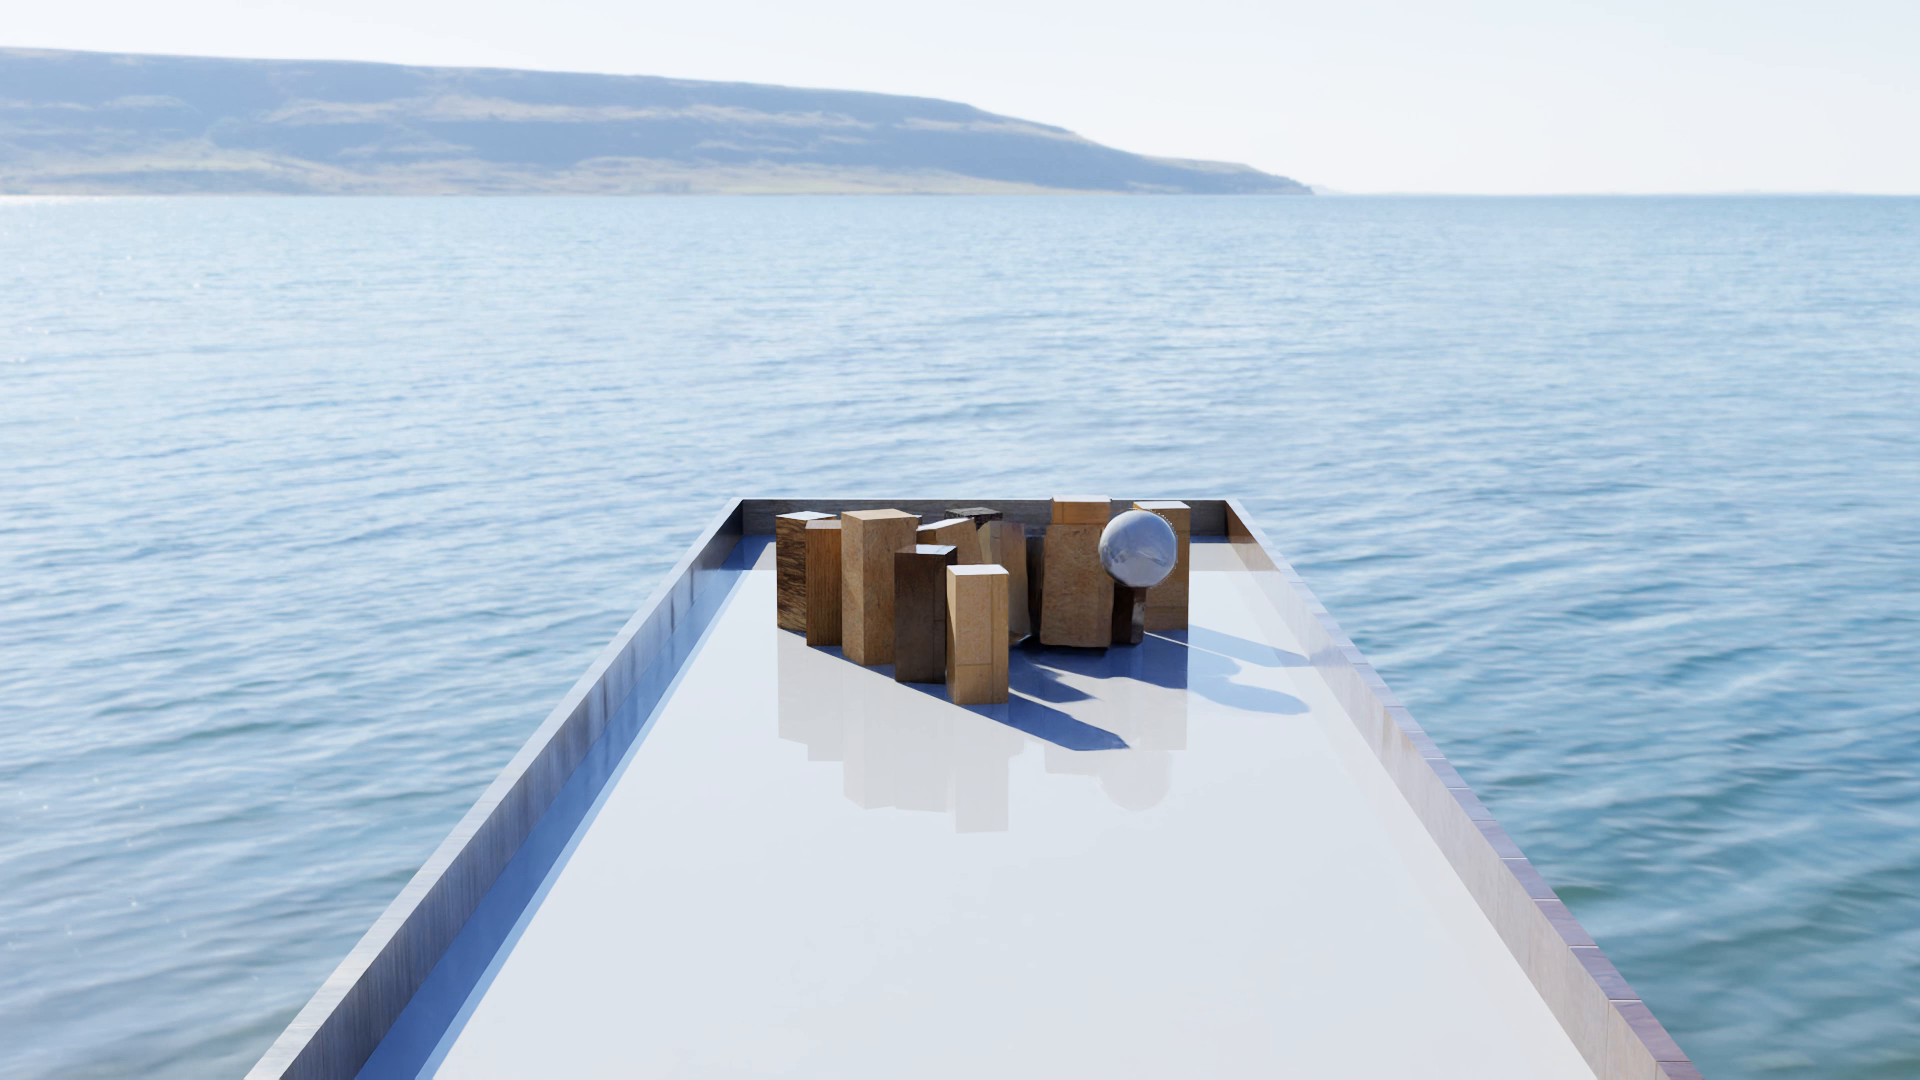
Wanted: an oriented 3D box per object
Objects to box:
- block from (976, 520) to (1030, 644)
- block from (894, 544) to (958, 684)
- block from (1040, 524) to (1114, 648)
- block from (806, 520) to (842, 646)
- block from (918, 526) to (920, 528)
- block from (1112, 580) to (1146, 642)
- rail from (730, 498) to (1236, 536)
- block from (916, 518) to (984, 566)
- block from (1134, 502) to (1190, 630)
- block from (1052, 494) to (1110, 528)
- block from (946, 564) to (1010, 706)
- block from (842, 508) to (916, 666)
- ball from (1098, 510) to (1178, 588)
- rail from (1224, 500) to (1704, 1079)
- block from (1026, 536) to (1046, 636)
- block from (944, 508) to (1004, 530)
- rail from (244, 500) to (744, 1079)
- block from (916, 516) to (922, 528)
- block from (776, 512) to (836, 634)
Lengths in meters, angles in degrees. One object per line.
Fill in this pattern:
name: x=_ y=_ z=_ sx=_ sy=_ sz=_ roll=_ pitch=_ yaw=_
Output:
block: x=0.132 y=0.133 z=6.919 sx=0.120 sy=0.363 sz=0.120 roll=6 pitch=-22 yaw=-22
block: x=-0.099 y=0.216 z=6.426 sx=0.150 sy=0.382 sz=0.150 roll=2 pitch=9 yaw=13
block: x=0.371 y=0.144 z=6.845 sx=0.178 sy=0.368 sz=0.178 roll=3 pitch=-1 yaw=19
block: x=-0.396 y=0.135 z=6.969 sx=0.177 sy=0.373 sz=0.177 roll=0 pitch=9 yaw=-1
block: x=-0.061 y=0.140 z=6.957 sx=0.104 sy=0.366 sz=0.104 roll=-8 pitch=12 yaw=-40
block: x=0.518 y=0.164 z=6.946 sx=0.108 sy=0.308 sz=0.108 roll=4 pitch=1 yaw=25
rail: x=0.099 y=-0.098 z=9.147 sx=2.100 sy=0.150 sz=0.050 roll=0 pitch=9 yaw=1
block: x=-0.017 y=0.142 z=6.744 sx=0.148 sy=0.392 sz=0.148 roll=-16 pitch=7 yaw=-33
block: x=0.657 y=0.084 z=7.198 sx=0.156 sy=0.402 sz=0.156 roll=-1 pitch=9 yaw=-7
block: x=0.392 y=0.073 z=7.182 sx=0.180 sy=0.423 sz=0.180 roll=0 pitch=8 yaw=-1
block: x=0.049 y=0.264 z=6.166 sx=0.150 sy=0.368 sz=0.150 roll=-1 pitch=9 yaw=-9
block: x=-0.247 y=0.142 z=6.692 sx=0.174 sy=0.445 sz=0.174 roll=-4 pitch=10 yaw=-24
ball: x=0.535 y=0.028 z=6.620 sx=0.236 sy=0.236 sz=0.236 roll=0 pitch=9 yaw=0
rail: x=1.046 y=0.843 z=3.208 sx=0.050 sy=0.150 sz=12.000 roll=0 pitch=9 yaw=1
block: x=0.255 y=0.148 z=7.006 sx=0.137 sy=0.306 sz=0.137 roll=8 pitch=-2 yaw=-40
block: x=0.044 y=0.093 z=7.208 sx=0.141 sy=0.379 sz=0.141 roll=-5 pitch=10 yaw=-29
rail: x=-1.004 y=0.839 z=3.234 sx=0.050 sy=0.150 sz=12.000 roll=0 pitch=9 yaw=1
block: x=-0.240 y=0.105 z=7.201 sx=0.177 sy=0.359 sz=0.177 roll=4 pitch=10 yaw=24
block: x=-0.500 y=0.104 z=7.173 sx=0.140 sy=0.370 sz=0.140 roll=8 pitch=12 yaw=42
